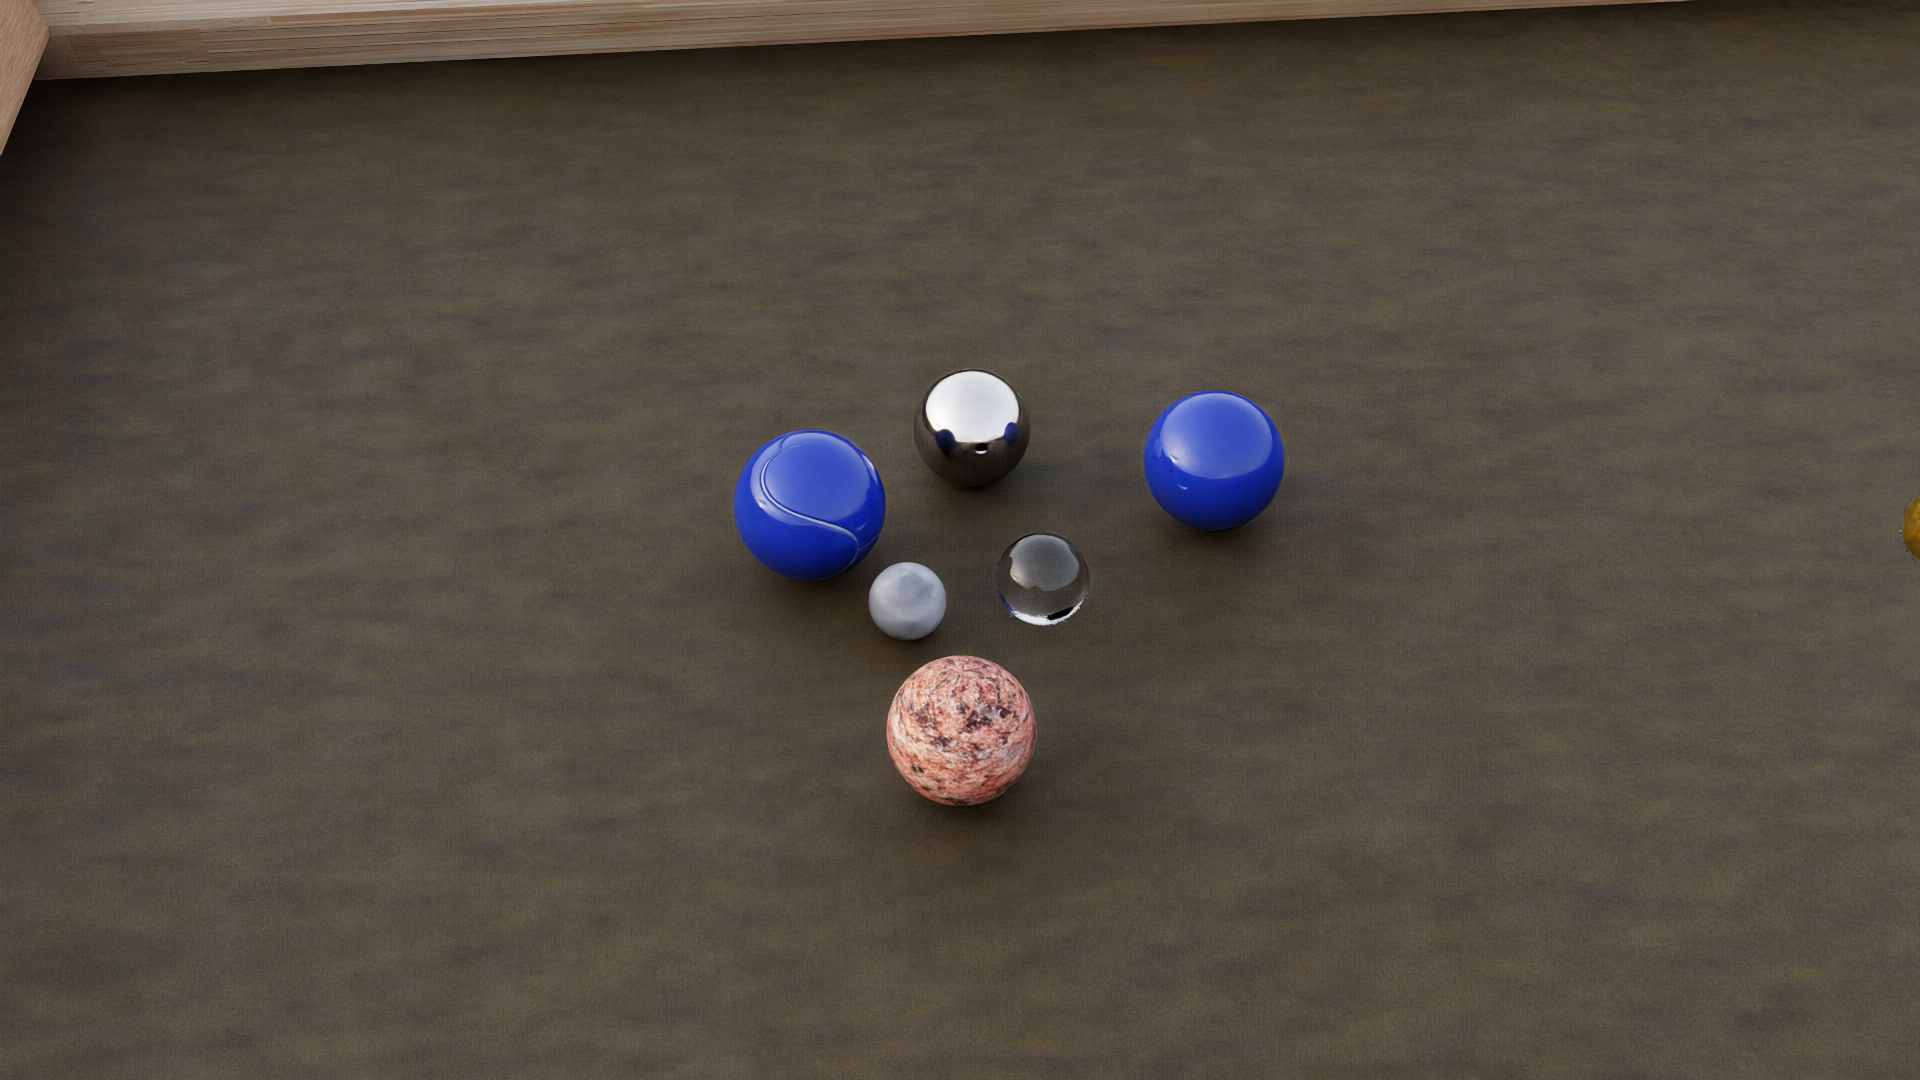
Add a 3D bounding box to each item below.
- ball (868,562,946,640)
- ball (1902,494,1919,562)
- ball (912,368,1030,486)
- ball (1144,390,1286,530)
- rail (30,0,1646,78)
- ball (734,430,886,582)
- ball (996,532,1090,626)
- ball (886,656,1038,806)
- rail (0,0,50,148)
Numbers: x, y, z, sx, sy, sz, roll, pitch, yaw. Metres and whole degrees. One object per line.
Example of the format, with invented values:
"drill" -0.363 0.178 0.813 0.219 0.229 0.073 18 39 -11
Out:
"ball" -0.033 0.039 1.627 0.050 0.050 0.050 0 36 0
"ball" 0.650 -0.008 1.686 0.057 0.057 0.057 0 36 0
"ball" 0.008 -0.077 1.761 0.081 0.081 0.081 0 36 0
"ball" 0.170 -0.053 1.716 0.094 0.094 0.094 0 36 0
"rail" 0.652 -0.550 2.374 2.998 0.129 0.045 -4 36 -5
"ball" -0.098 -0.023 1.670 0.099 0.099 0.099 0 36 0
"ball" 0.053 0.025 1.638 0.059 0.059 0.059 0 36 0
"ball" 0.001 0.111 1.494 0.088 0.088 0.088 0 36 0
"rail" -0.721 0.026 1.575 0.045 0.129 1.697 -4 36 -5
